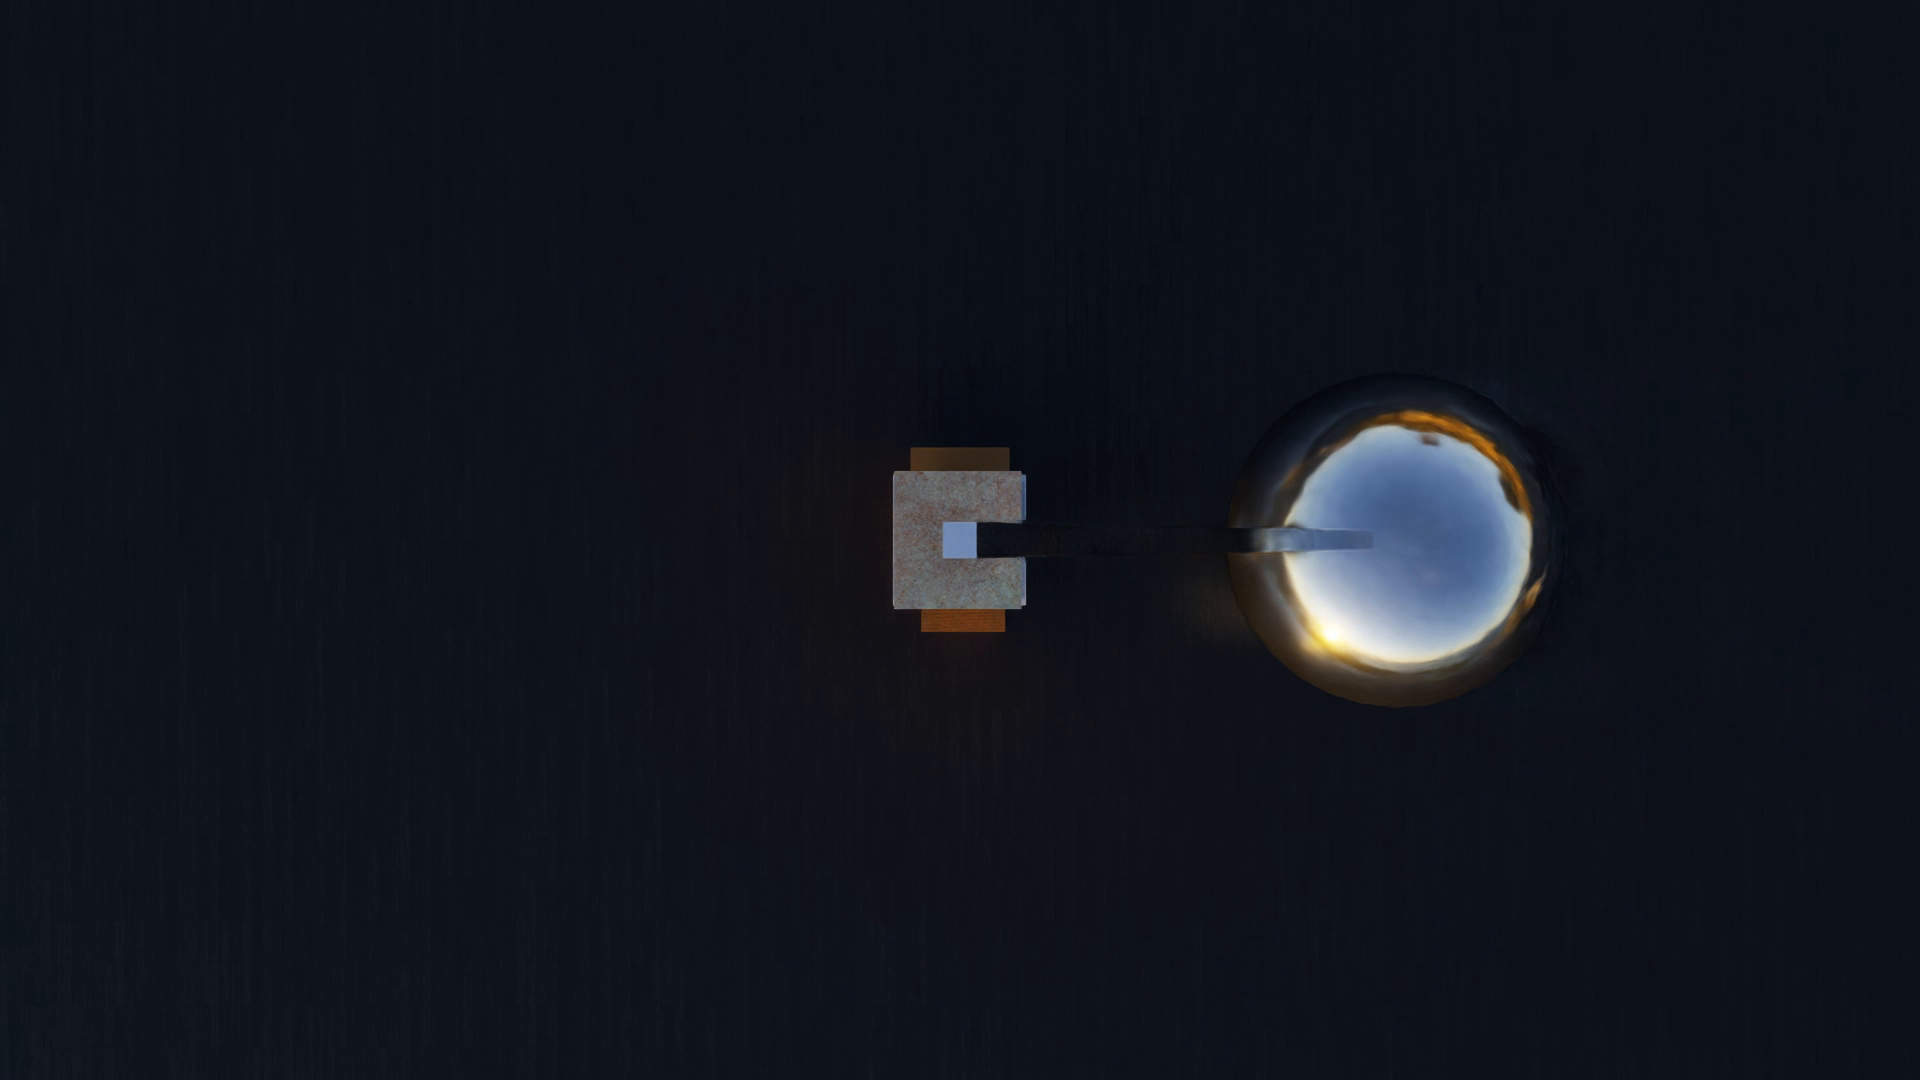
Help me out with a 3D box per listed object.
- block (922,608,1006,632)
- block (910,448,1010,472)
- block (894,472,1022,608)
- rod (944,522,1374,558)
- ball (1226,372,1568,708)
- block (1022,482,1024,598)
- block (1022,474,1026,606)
[{"bbox_3d":[0.019,0.275,12.771,0.479,0.457,0.496,0,90,0],"label":"block"},{"bbox_3d":[0.001,-0.253,12.721,0.558,0.557,0.540,0,90,0],"label":"block"},{"bbox_3d":[-0.009,0.000,9.688,0.546,0.471,0.593,0,90,0],"label":"block"},{"bbox_3d":[0.899,0.000,7.311,0.080,5.200,0.080,0,90,20],"label":"rod"},{"bbox_3d":[2.074,0.000,10.502,1.600,1.600,1.600,0,90,0],"label":"ball"},{"bbox_3d":[-0.005,0.000,10.534,0.614,0.539,0.545,0,90,0],"label":"block"},{"bbox_3d":[-0.002,0.000,11.086,0.653,0.565,0.641,0,90,0],"label":"block"}]
